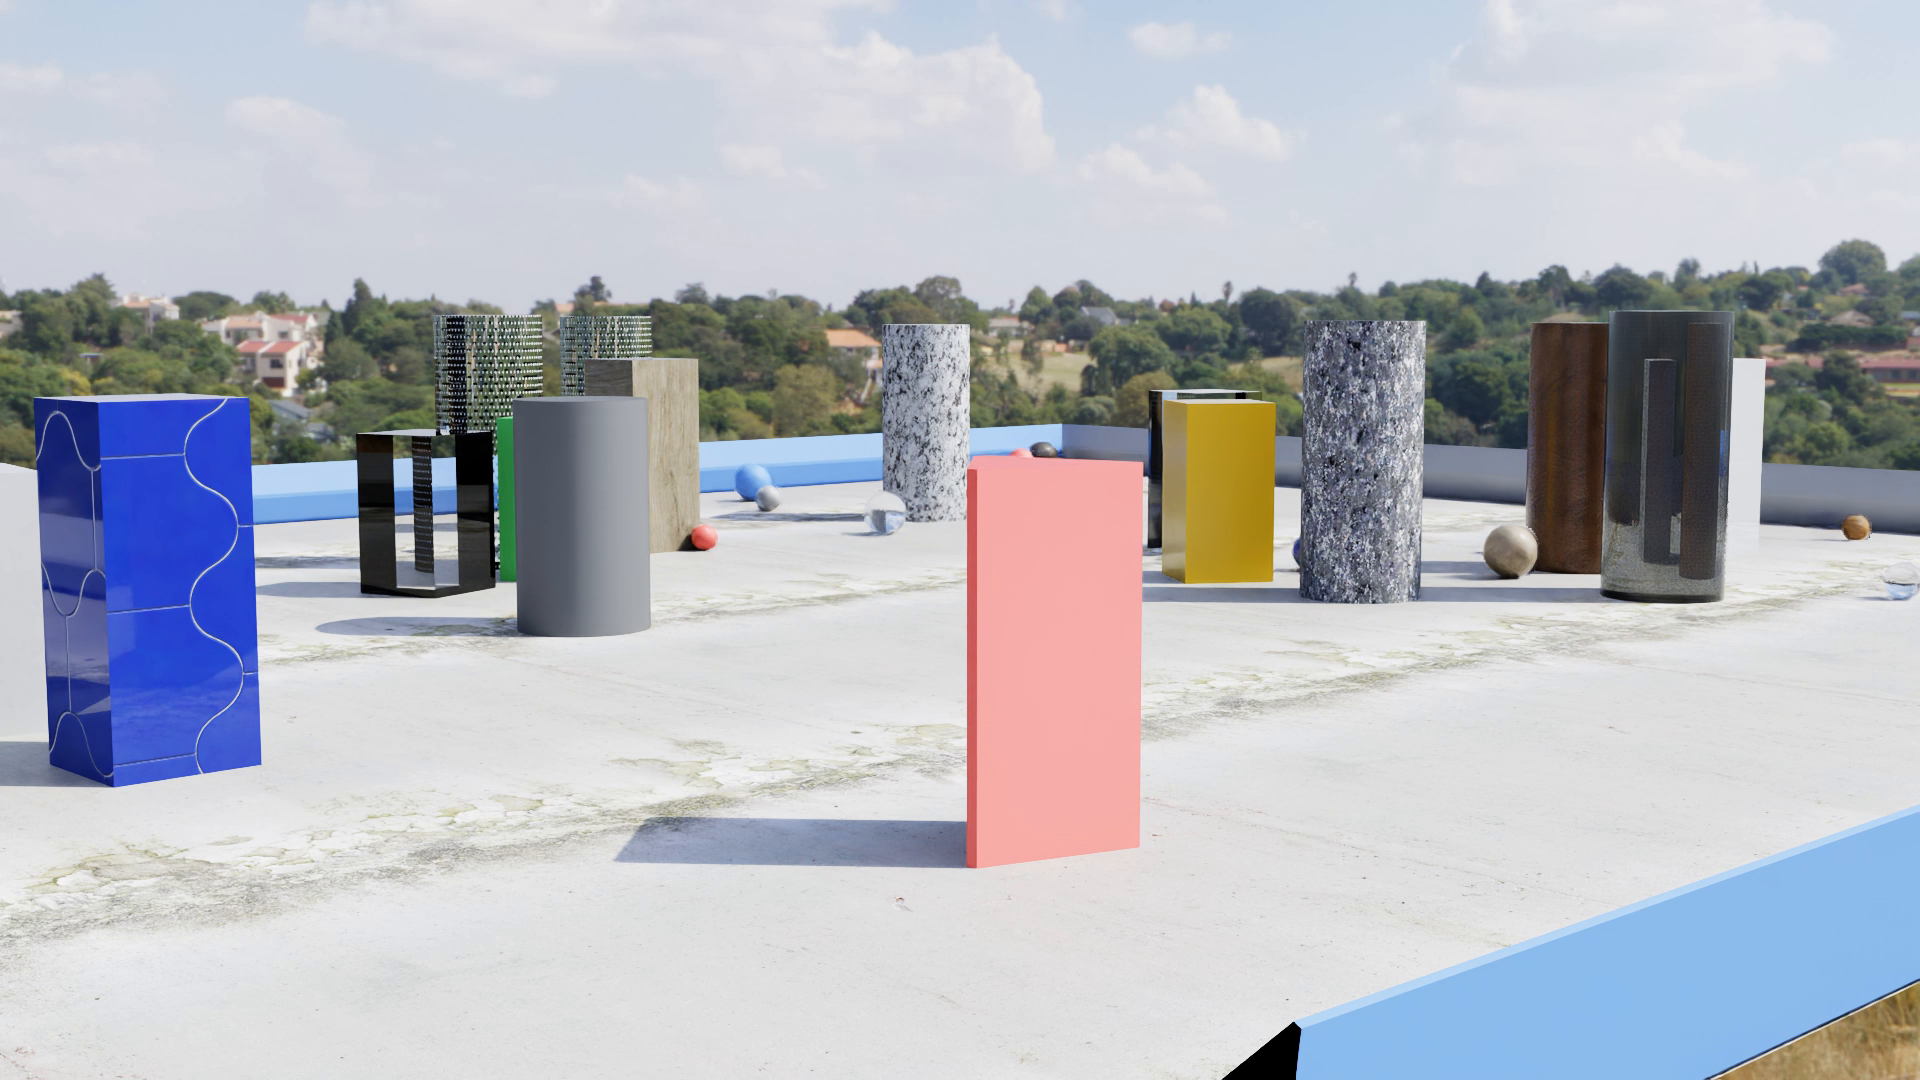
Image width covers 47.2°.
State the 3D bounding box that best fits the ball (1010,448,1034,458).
[{"bbox_3d":[0.160,-0.206,5.783,0.072,0.072,0.072,0,6,0],"label":"ball"}]

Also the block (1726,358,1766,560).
[{"bbox_3d":[1.328,-0.148,3.927,0.146,0.350,0.146,-6,8,-44],"label":"block"}]

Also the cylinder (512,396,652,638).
[{"bbox_3d":[-0.521,-0.036,3.034,0.183,0.317,0.183,0,6,0],"label":"cylinder"}]

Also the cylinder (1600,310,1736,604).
[{"bbox_3d":[1.080,-0.131,3.362,0.183,0.436,0.183,0,6,0],"label":"cylinder"}]

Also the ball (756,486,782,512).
[{"bbox_3d":[-0.416,-0.090,4.773,0.056,0.056,0.056,0,6,0],"label":"ball"}]

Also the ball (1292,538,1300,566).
[{"bbox_3d":[0.592,0.020,3.705,0.064,0.064,0.064,0,6,0],"label":"ball"}]

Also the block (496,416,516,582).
[{"bbox_3d":[-0.657,-0.071,3.608,0.146,0.264,0.146,2,6,14],"label":"block"}]

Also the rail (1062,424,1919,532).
[{"bbox_3d":[1.501,-0.116,4.709,0.045,0.119,3.649,-6,8,-42],"label":"rail"}]

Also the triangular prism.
[{"bbox_3d":[0.047,0.092,1.827,0.158,0.318,0.137,-3,7,-27],"label":"triangular prism"}]

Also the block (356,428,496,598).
[{"bbox_3d":[-0.833,-0.044,3.436,0.146,0.248,0.146,3,7,26],"label":"block"}]

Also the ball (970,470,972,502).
[{"bbox_3d":[0.047,-0.122,4.943,0.084,0.084,0.084,0,6,0],"label":"ball"}]

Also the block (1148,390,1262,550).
[{"bbox_3d":[0.444,-0.125,4.000,0.146,0.290,0.146,-3,7,-29],"label":"block"}]

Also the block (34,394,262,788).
[{"bbox_3d":[-0.783,0.041,2.122,0.146,0.357,0.146,-6,8,-44],"label":"block"}]

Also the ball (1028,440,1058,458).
[{"bbox_3d":[0.220,-0.223,5.889,0.084,0.084,0.084,0,6,0],"label":"ball"}]

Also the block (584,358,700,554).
[{"bbox_3d":[-0.580,-0.157,4.020,0.146,0.348,0.146,-6,9,-44],"label":"block"}]

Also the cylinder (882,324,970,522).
[{"bbox_3d":[-0.071,-0.248,4.605,0.183,0.405,0.183,0,6,0],"label":"cylinder"}]

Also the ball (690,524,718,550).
[{"bbox_3d":[-0.467,-0.005,4.011,0.048,0.048,0.048,0,6,0],"label":"ball"}]

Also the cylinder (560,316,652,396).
[{"bbox_3d":[-0.709,-0.237,4.424,0.183,0.423,0.183,0,6,0],"label":"cylinder"}]

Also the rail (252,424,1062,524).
[{"bbox_3d":[-1.221,-0.109,4.649,4.131,0.119,0.045,-6,8,-42],"label":"rail"}]

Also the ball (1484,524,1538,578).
[{"bbox_3d":[0.905,0.018,3.610,0.088,0.088,0.088,0,6,0],"label":"ball"}]

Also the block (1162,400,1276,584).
[{"bbox_3d":[0.422,-0.082,3.599,0.146,0.289,0.146,-1,6,-10],"label":"block"}]

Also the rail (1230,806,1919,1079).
[{"bbox_3d":[1.221,0.171,2.016,4.131,0.119,0.045,-6,8,-42],"label":"rail"}]

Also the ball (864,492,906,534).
[{"bbox_3d":[-0.146,-0.053,4.301,0.082,0.082,0.082,0,6,0],"label":"ball"}]

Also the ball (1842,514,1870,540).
[{"bbox_3d":[1.702,-0.023,4.180,0.049,0.049,0.049,0,6,0],"label":"ball"}]

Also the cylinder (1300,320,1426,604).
[{"bbox_3d":[0.615,-0.123,3.362,0.183,0.422,0.183,0,6,0],"label":"cylinder"}]

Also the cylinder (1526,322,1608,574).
[{"bbox_3d":[1.054,-0.159,3.721,0.183,0.416,0.183,0,6,0],"label":"cylinder"}]

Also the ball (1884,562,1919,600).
[{"bbox_3d":[1.436,0.062,3.348,0.056,0.056,0.056,0,6,0],"label":"ball"}]

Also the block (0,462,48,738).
[{"bbox_3d":[-1.056,0.063,2.307,0.146,0.274,0.146,-4,8,-36],"label":"block"}]

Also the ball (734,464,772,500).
[{"bbox_3d":[-0.474,-0.131,5.030,0.084,0.084,0.084,0,6,0],"label":"ball"}]

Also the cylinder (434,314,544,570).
[{"bbox_3d":[-0.807,-0.172,3.782,0.183,0.428,0.183,0,6,0],"label":"cylinder"}]
